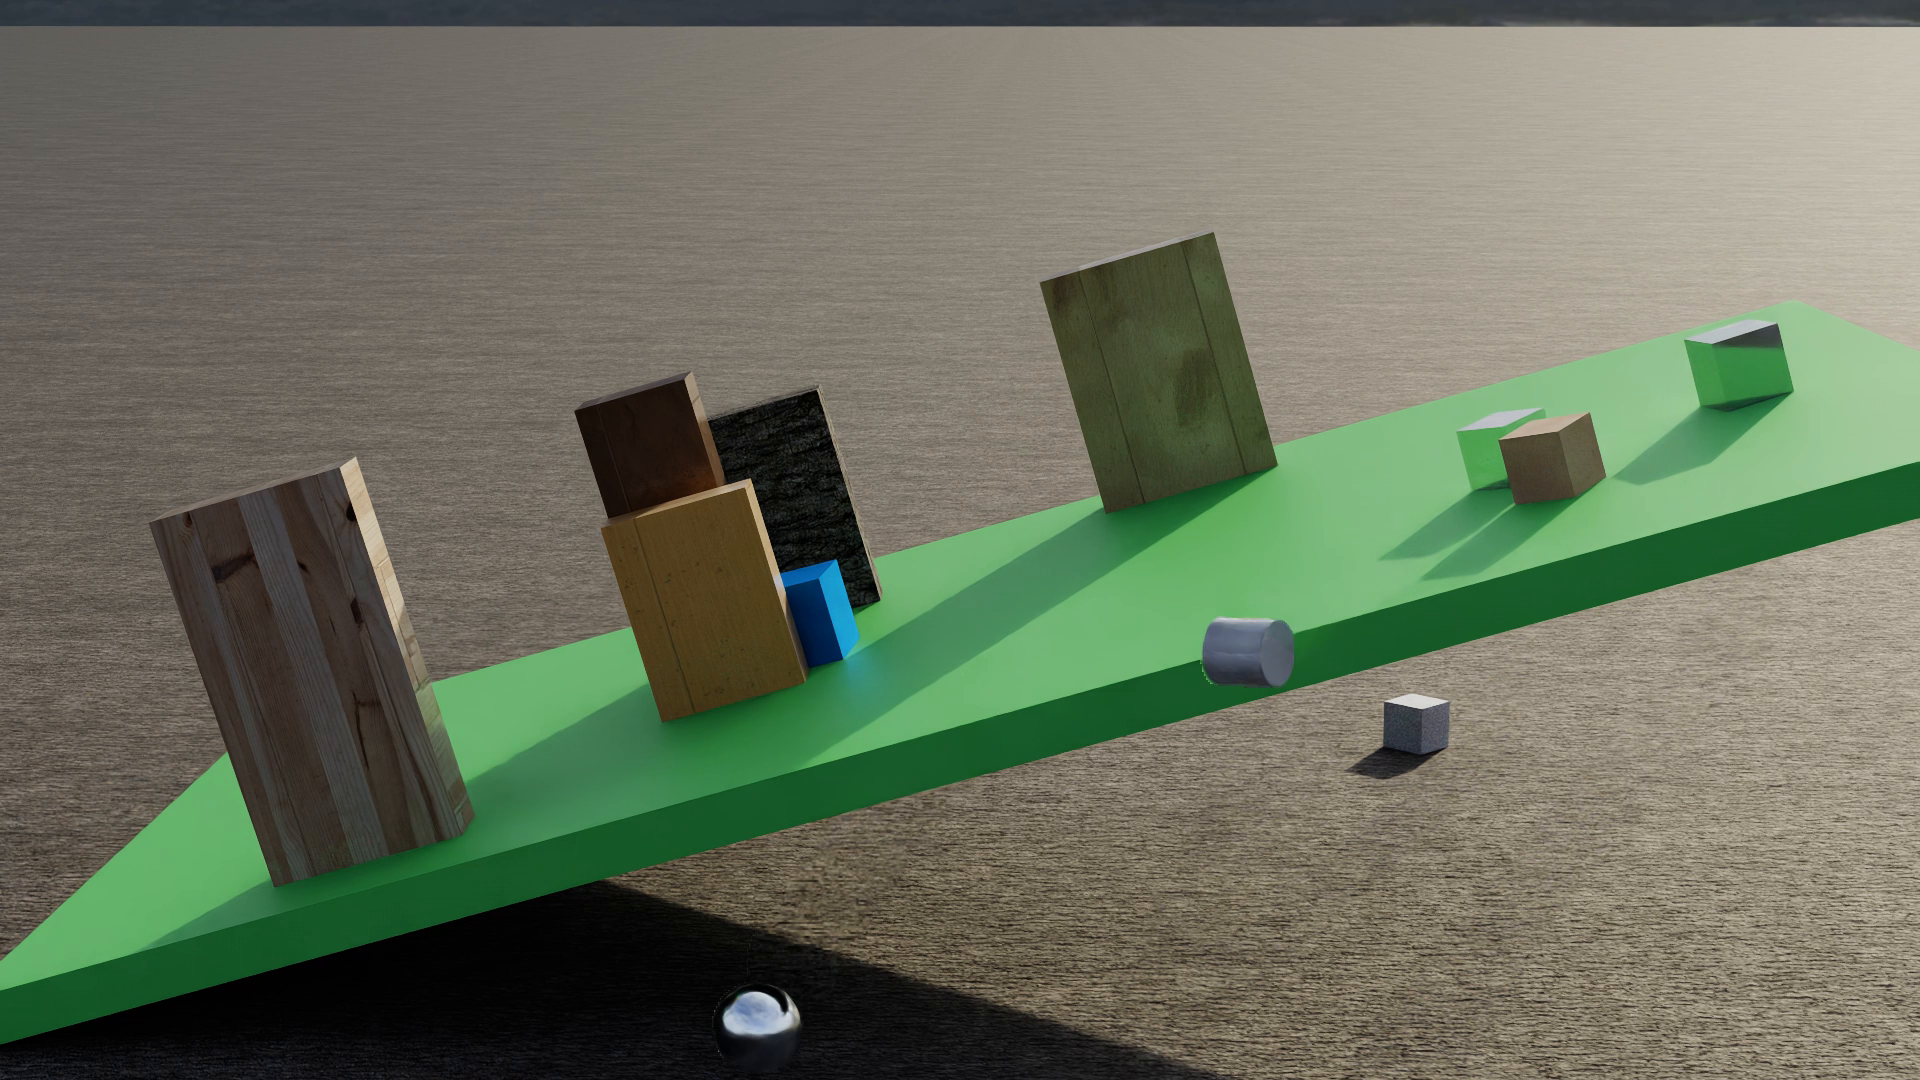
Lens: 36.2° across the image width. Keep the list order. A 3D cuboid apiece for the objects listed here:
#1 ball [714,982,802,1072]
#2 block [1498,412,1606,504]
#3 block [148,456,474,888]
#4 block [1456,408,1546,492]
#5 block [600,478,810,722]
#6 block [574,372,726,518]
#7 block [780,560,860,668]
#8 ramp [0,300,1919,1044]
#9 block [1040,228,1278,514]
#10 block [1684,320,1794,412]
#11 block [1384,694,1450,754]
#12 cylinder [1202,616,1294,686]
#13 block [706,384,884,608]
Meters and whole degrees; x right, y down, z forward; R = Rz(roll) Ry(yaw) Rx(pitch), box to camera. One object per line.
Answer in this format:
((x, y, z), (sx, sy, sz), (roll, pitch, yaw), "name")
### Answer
((-0.360, 0.869, 5.247), (0.156, 0.156, 0.156), (0, 11, 0), "ball")
((1.166, -0.161, 5.788), (0.134, 0.134, 0.134), (-8, 13, 42), "block")
((-1.240, 0.255, 5.652), (0.382, 0.743, 0.130), (-16, 10, 5), "block")
((1.120, -0.185, 6.017), (0.129, 0.129, 0.129), (-24, 12, -37), "block")
((-0.529, 0.126, 6.128), (0.312, 0.428, 0.113), (-16, 10, 5), "block")
((-0.610, -0.013, 6.372), (0.246, 0.652, 0.140), (-16, 10, 5), "block")
((-0.343, 0.169, 6.309), (0.181, 0.181, 0.181), (-14, 10, 12), "block")
((0.089, 0.187, 6.321), (4.000, 0.100, 2.000), (-16, 10, 5), "ramp")
((0.471, -0.401, 6.987), (0.424, 0.574, 0.118), (-16, 10, 5), "block")
((1.624, -0.365, 6.134), (0.147, 0.147, 0.147), (-18, 10, -6), "block")
((1.198, 0.482, 7.718), (0.122, 0.122, 0.122), (10, 15, 44), "block")
((0.509, 0.197, 5.184), (0.118, 0.118, 0.118), (2, 10, 36), "cylinder")
((-0.418, -0.064, 6.771), (0.347, 0.507, 0.104), (-16, 10, 5), "block")
